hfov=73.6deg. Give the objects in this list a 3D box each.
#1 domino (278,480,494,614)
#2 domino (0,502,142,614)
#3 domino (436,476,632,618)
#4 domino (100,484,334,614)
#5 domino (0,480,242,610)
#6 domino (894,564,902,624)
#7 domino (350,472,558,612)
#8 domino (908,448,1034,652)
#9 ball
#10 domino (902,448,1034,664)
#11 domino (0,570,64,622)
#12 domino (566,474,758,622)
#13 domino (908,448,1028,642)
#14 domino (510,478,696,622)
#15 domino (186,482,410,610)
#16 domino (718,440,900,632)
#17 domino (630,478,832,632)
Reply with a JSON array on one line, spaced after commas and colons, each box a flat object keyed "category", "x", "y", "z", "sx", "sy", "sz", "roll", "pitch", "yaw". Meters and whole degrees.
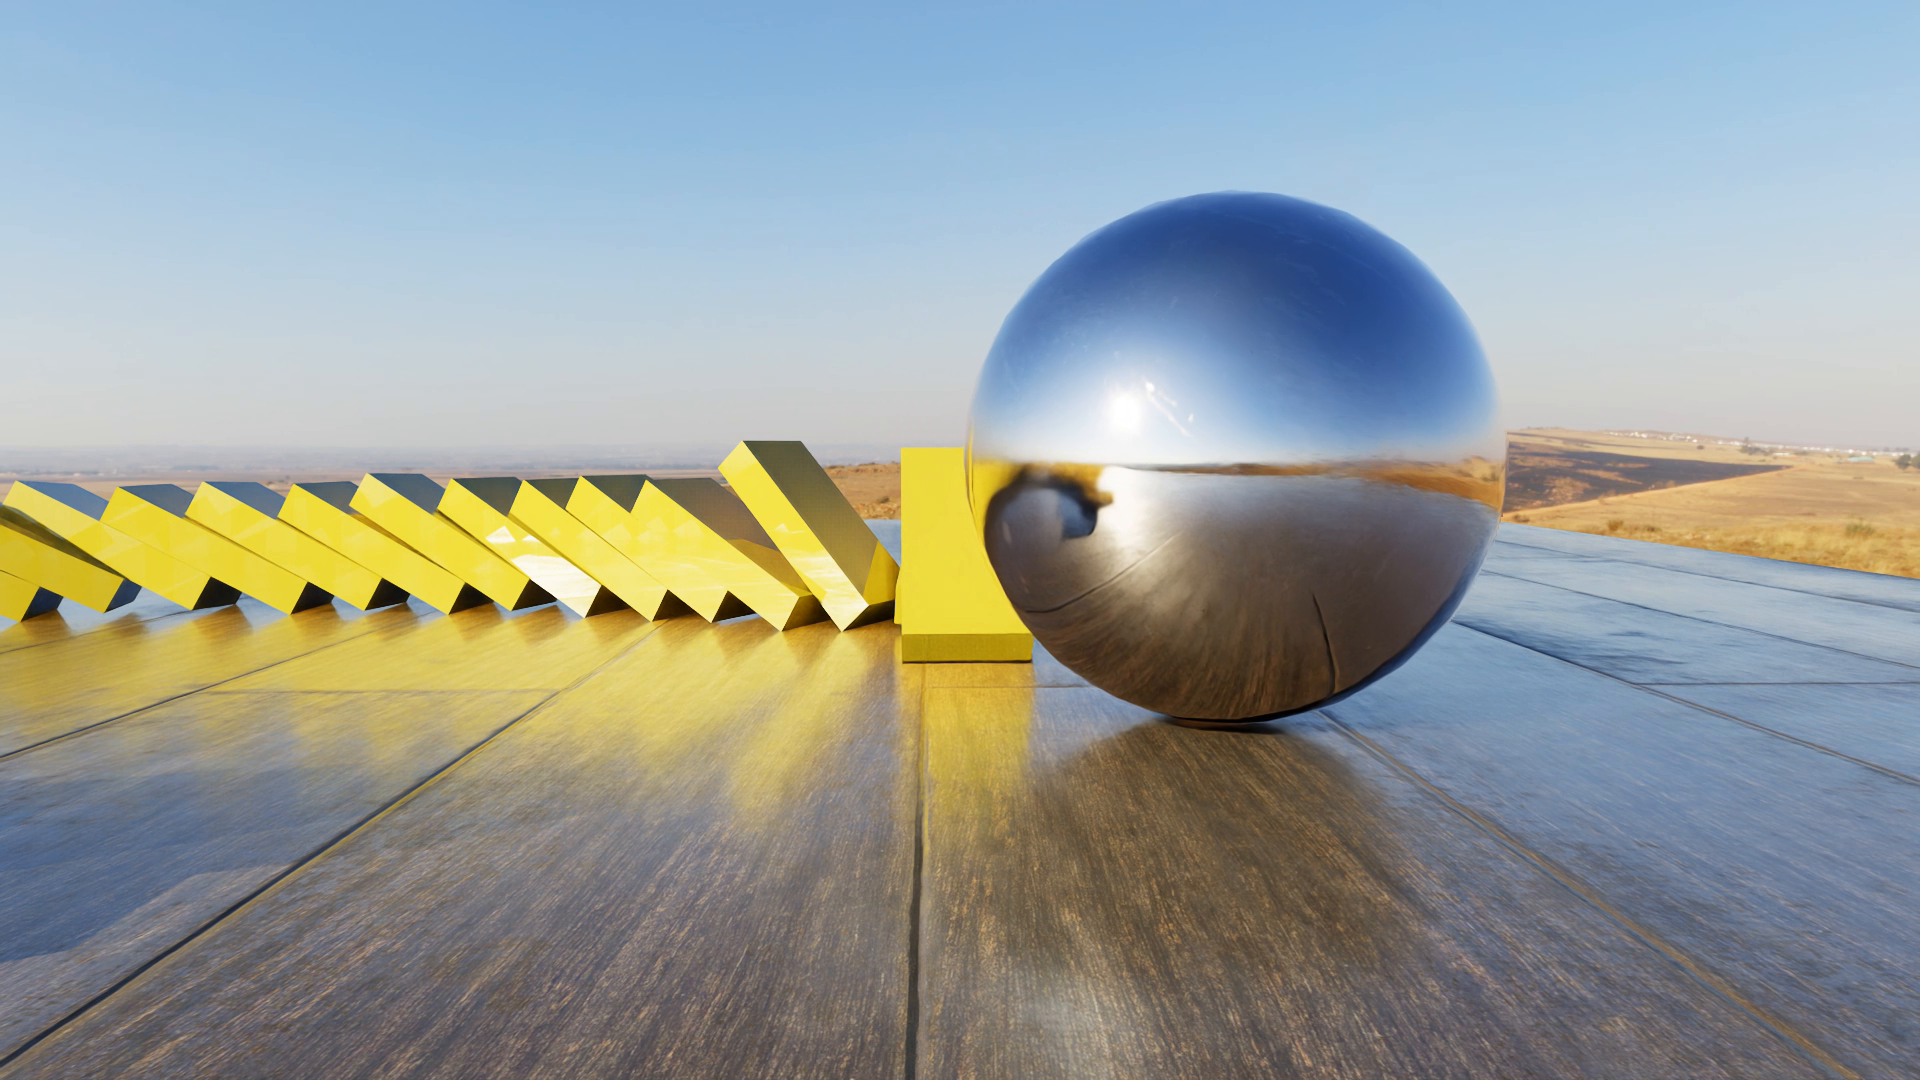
[{"category": "domino", "x": -0.146, "y": 0.001, "z": 0.333, "sx": 0.050, "sy": 0.010, "sz": 0.025, "roll": 29, "pitch": 6, "yaw": 2}, {"category": "domino", "x": -0.231, "y": 0.001, "z": 0.316, "sx": 0.050, "sy": 0.009, "sz": 0.025, "roll": 29, "pitch": -5, "yaw": -18}, {"category": "domino", "x": -0.106, "y": 0.001, "z": 0.330, "sx": 0.050, "sy": 0.010, "sz": 0.025, "roll": 33, "pitch": 13, "yaw": 13}, {"category": "domino", "x": -0.187, "y": 0.002, "z": 0.329, "sx": 0.050, "sy": 0.009, "sz": 0.025, "roll": 28, "pitch": 2, "yaw": -6}, {"category": "domino", "x": -0.211, "y": 0.001, "z": 0.326, "sx": 0.050, "sy": 0.010, "sz": 0.025, "roll": 28, "pitch": -3, "yaw": -7}, {"category": "domino", "x": 0.000, "y": 0.004, "z": 0.310, "sx": 0.025, "sy": 0.010, "sz": 0.050, "roll": 5, "pitch": 27, "yaw": 2}, {"category": "domino", "x": -0.128, "y": 0.000, "z": 0.332, "sx": 0.050, "sy": 0.010, "sz": 0.025, "roll": 32, "pitch": 6, "yaw": 5}, {"category": "domino", "x": 0.002, "y": 0.001, "z": 0.276, "sx": 0.025, "sy": 0.009, "sz": 0.050, "roll": 0, "pitch": 48, "yaw": -3}, {"category": "ball", "x": 0.040, "y": -0.012, "z": 0.196, "sx": 0.080, "sy": 0.080, "sz": 0.080, "roll": 0, "pitch": 4, "yaw": 0}, {"category": "domino", "x": 0.001, "y": 0.002, "z": 0.262, "sx": 0.025, "sy": 0.009, "sz": 0.050, "roll": 0, "pitch": 48, "yaw": -3}, {"category": "domino", "x": -0.247, "y": 0.004, "z": 0.311, "sx": 0.050, "sy": 0.010, "sz": 0.025, "roll": 27, "pitch": -5, "yaw": -18}, {"category": "domino", "x": -0.070, "y": 0.001, "z": 0.318, "sx": 0.050, "sy": 0.009, "sz": 0.025, "roll": 35, "pitch": 17, "yaw": 19}, {"category": "domino", "x": 0.001, "y": 0.000, "z": 0.289, "sx": 0.025, "sy": 0.010, "sz": 0.050, "roll": 0, "pitch": 48, "yaw": -3}, {"category": "domino", "x": -0.086, "y": 0.001, "z": 0.325, "sx": 0.050, "sy": 0.010, "sz": 0.025, "roll": 34, "pitch": 16, "yaw": 18}, {"category": "domino", "x": -0.168, "y": 0.001, "z": 0.332, "sx": 0.050, "sy": 0.010, "sz": 0.025, "roll": 29, "pitch": 2, "yaw": -2}, {"category": "domino", "x": -0.033, "y": -0.002, "z": 0.306, "sx": 0.010, "sy": 0.050, "sz": 0.025, "roll": -44, "pitch": -15, "yaw": 22}, {"category": "domino", "x": -0.052, "y": 0.002, "z": 0.309, "sx": 0.050, "sy": 0.010, "sz": 0.025, "roll": 35, "pitch": 18, "yaw": 20}]
